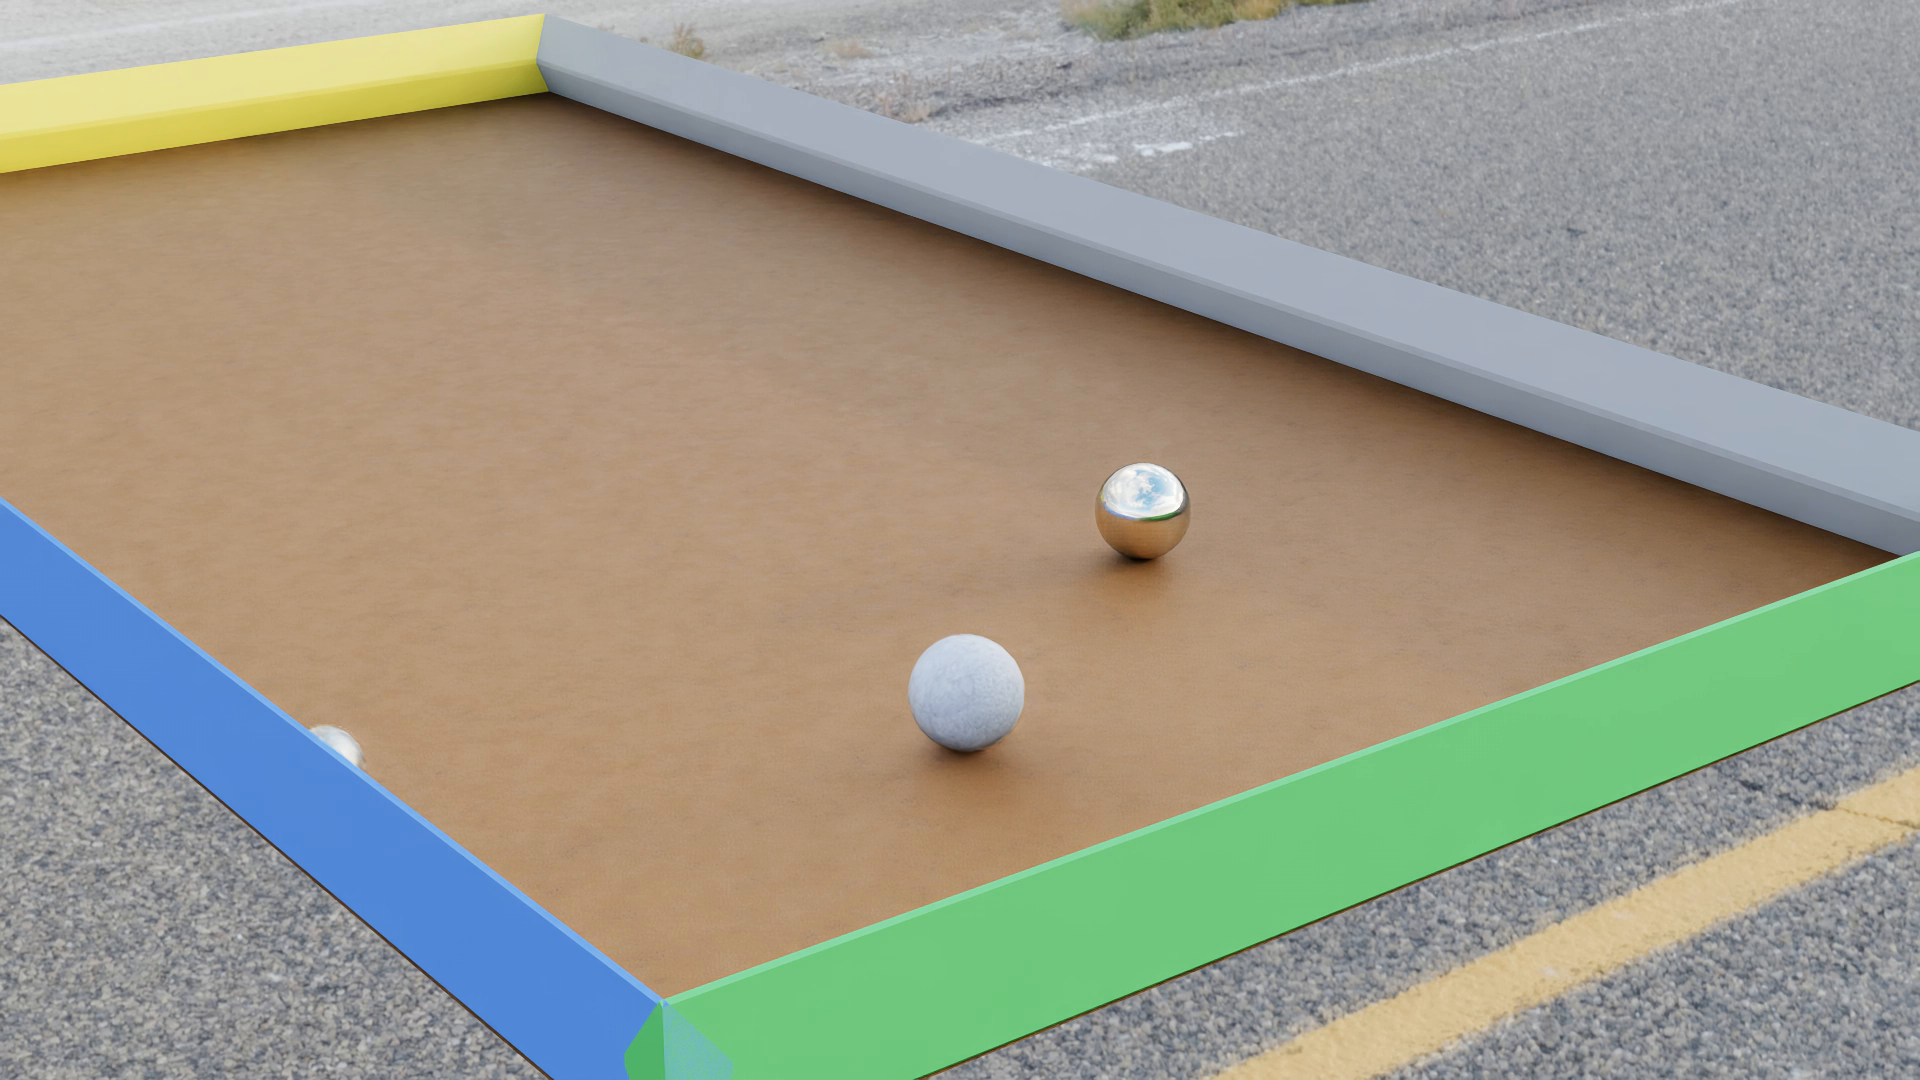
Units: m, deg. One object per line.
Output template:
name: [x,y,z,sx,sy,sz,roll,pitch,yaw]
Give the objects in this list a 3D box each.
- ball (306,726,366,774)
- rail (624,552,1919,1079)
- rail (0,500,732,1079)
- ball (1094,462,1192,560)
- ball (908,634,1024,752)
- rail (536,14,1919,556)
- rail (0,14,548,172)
ball: [-0.469,0.167,2.170,0.059,0.059,0.059,0,21,0]
rail: [0.381,0.158,2.111,1.419,0.117,0.045,-15,26,-34]
rail: [-0.942,-0.061,2.680,0.045,0.117,2.619,-15,26,-34]
ball: [0.164,-0.026,2.634,0.087,0.087,0.087,0,21,0]
ball: [0.005,0.117,2.257,0.090,0.090,0.090,0,21,0]
rail: [0.150,-0.358,3.454,0.045,0.117,2.619,-15,26,-34]
rail: [-1.173,-0.576,4.023,1.419,0.117,0.045,-15,26,-34]
